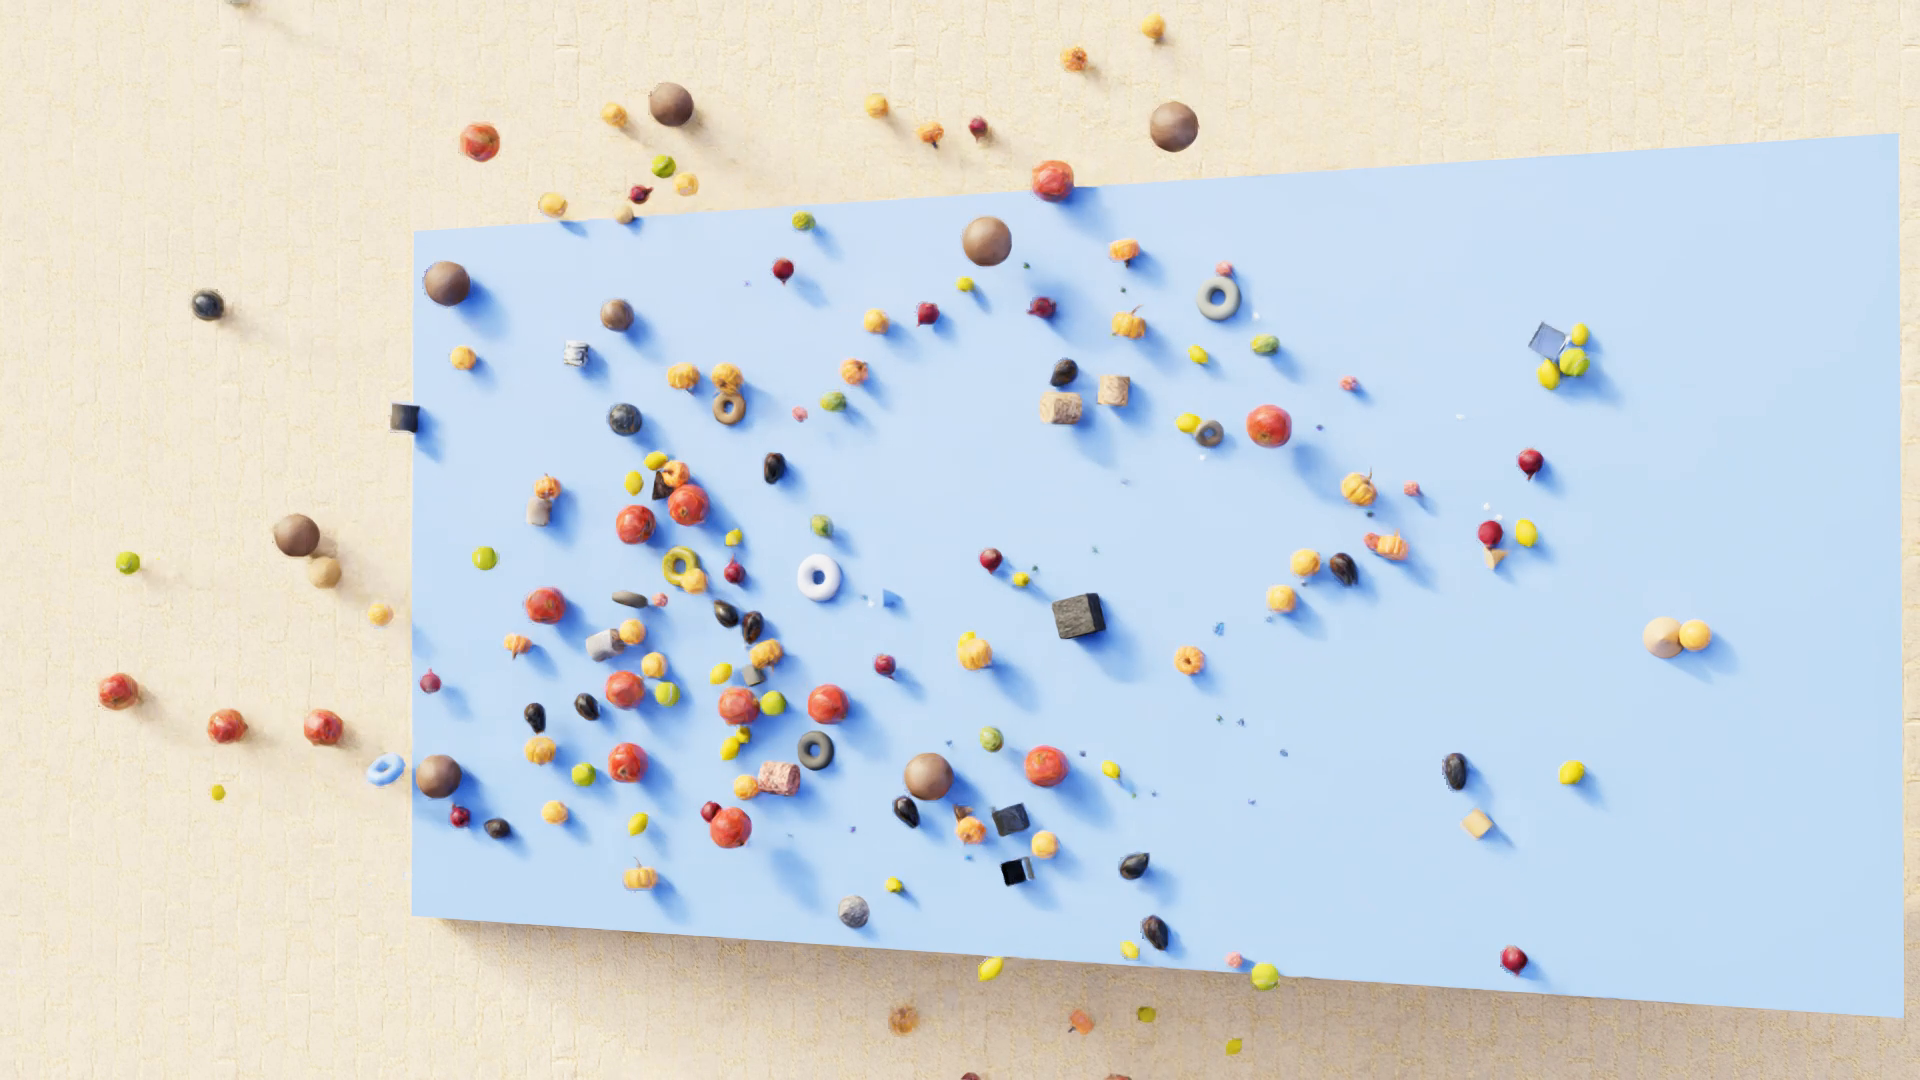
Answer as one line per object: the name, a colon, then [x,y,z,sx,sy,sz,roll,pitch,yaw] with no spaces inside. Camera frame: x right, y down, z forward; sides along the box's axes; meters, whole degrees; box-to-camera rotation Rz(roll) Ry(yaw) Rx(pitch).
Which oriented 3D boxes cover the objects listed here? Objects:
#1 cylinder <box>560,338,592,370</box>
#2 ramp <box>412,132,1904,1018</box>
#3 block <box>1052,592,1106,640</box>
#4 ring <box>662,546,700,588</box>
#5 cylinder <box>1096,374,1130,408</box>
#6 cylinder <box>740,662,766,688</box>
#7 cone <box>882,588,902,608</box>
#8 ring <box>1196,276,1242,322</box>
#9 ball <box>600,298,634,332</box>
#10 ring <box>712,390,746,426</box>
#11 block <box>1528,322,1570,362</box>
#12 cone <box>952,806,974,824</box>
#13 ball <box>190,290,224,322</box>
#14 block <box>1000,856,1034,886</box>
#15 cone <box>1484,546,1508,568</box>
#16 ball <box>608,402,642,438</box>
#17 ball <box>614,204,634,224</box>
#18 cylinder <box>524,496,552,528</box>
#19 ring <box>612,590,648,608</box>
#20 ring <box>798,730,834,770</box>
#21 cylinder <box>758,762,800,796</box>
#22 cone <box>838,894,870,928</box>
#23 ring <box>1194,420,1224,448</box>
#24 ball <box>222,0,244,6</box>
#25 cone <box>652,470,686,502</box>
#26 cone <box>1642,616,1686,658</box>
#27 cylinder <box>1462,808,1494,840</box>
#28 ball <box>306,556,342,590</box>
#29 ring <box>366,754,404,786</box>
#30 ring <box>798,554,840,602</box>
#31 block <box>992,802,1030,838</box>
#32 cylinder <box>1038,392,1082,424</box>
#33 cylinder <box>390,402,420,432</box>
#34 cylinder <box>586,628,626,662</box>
cylinder: [-1.080,-0.524,6.190,0.065,0.065,0.065,22,63,0]
ramp: [0.282,0.087,5.743,4.000,0.100,2.000,0,89,21]
block: [0.305,0.195,5.627,0.097,0.097,0.097,-16,84,20]
ring: [-0.771,0.074,6.079,0.117,0.039,0.117,1,92,20]
cylinder: [0.392,-0.382,5.611,0.075,0.075,0.075,10,100,0]
cylinder: [-0.562,0.366,5.986,0.053,0.053,0.053,-21,80,0]
cone: [-0.179,0.152,5.855,0.054,0.054,0.054,-2,89,-5]
ring: [0.651,-0.608,5.534,0.115,0.038,0.115,0,89,20]
ball: [-0.957,-0.627,6.130,0.096,0.096,0.096,0,89,0]
ring: [-0.633,-0.363,6.034,0.098,0.033,0.098,-1,88,19]
block: [1.399,-0.470,5.224,0.068,0.068,0.068,32,101,19]
cone: [0.014,0.712,5.773,0.052,0.052,0.052,-21,89,2]
ball: [-2.216,-0.691,6.478,0.096,0.096,0.096,0,89,0]
block: [0.149,0.858,5.699,0.060,0.060,0.060,-19,82,20]
cone: [1.296,0.035,5.280,0.056,0.056,0.056,-16,89,-6]
ball: [-0.931,-0.335,6.116,0.096,0.096,0.096,0,89,0]
ball: [-0.939,-0.910,6.148,0.056,0.056,0.056,0,89,0]
cylinder: [-1.193,-0.081,6.224,0.068,0.068,0.068,16,114,0]
ring: [-0.915,0.164,6.093,0.103,0.103,0.034,13,81,0]
ring: [-0.390,0.567,5.926,0.108,0.036,0.108,-1,88,23]
cylinder: [-0.487,0.645,5.936,0.085,0.085,0.085,5,89,21]
cone: [-0.302,0.996,5.856,0.092,0.092,0.092,0,89,21]
ring: [0.627,-0.268,5.529,0.075,0.025,0.075,-3,117,-6]
ball: [-2.149,-1.620,6.498,0.081,0.081,0.081,0,89,0]
cone: [-0.802,-0.143,6.093,0.090,0.090,0.090,9,89,-5]
cone: [1.633,0.228,5.107,0.098,0.098,0.098,0,89,21]
cylinder: [1.241,0.679,5.277,0.055,0.055,0.055,-42,75,0]
ball: [-1.870,0.097,6.467,0.098,0.098,0.098,0,89,0]
ring: [-1.661,0.664,6.360,0.116,0.116,0.039,-22,125,0]
ring: [-0.379,0.102,5.924,0.128,0.043,0.128,-1,87,21]
block: [0.133,0.726,5.703,0.066,0.066,0.066,-22,81,20]
cylinder: [0.258,-0.338,5.642,0.082,0.082,0.082,1,89,-28]
cylinder: [-1.613,-0.357,6.387,0.077,0.077,0.077,6,94,0]
cylinder: [-0.990,0.294,6.141,0.077,0.077,0.077,-21,89,20]
